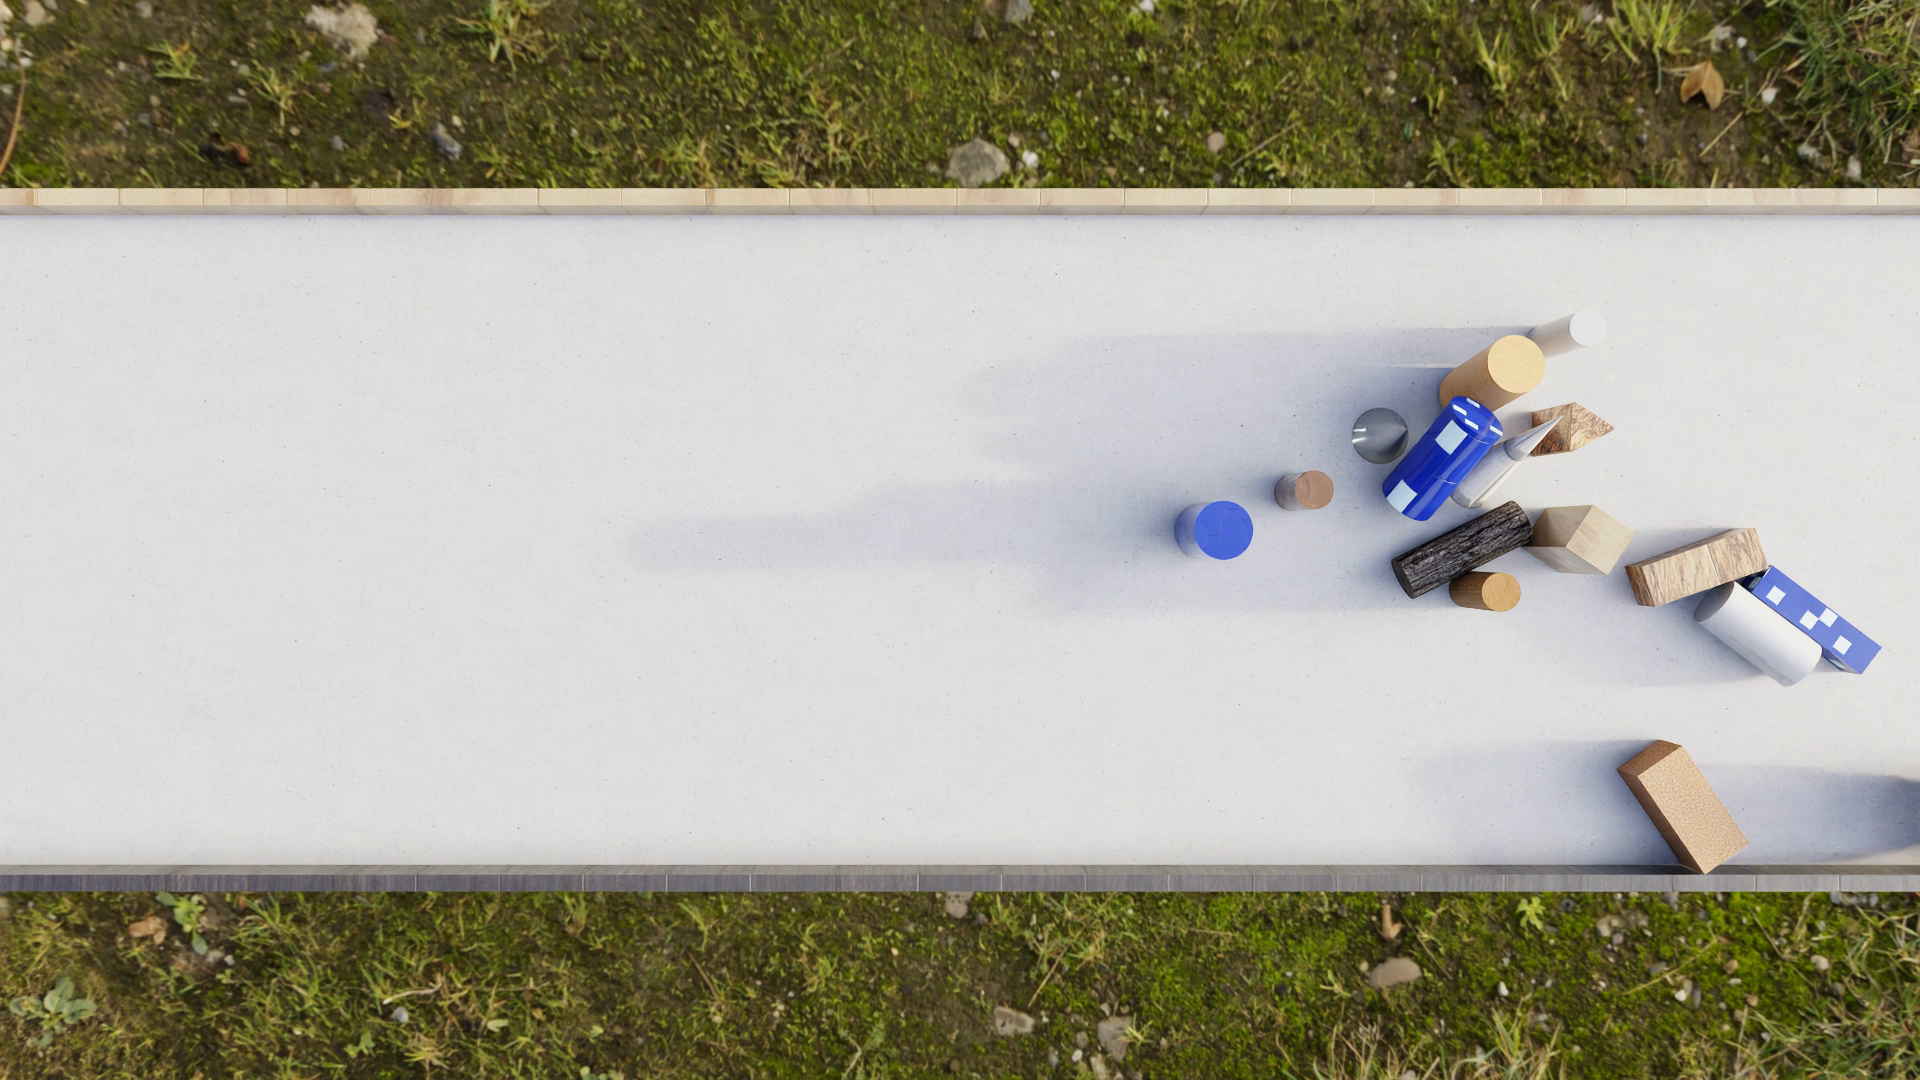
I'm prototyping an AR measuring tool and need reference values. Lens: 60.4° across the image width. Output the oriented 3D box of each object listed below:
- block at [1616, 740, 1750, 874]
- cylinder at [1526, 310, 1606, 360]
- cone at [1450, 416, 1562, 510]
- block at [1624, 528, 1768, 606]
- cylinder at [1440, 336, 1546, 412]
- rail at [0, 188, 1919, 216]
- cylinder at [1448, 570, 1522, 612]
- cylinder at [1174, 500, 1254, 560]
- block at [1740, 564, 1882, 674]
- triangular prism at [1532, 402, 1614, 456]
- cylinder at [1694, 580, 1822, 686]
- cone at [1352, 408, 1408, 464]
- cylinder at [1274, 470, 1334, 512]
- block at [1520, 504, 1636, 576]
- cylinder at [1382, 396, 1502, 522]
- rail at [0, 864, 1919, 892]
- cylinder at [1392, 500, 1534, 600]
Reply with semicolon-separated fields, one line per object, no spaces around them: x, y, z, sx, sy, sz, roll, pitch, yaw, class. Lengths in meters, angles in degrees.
2.186;0.805;4.996;0.162;0.162;0.355;-35;90;0;block
1.794;-0.607;4.894;0.106;0.366;0.106;0;90;0;cylinder
1.623;-0.259;4.846;0.157;0.450;0.157;10;61;-19;cone
2.237;0.082;5.013;0.361;0.127;0.127;-19;90;0;block
1.571;-0.474;4.885;0.171;0.358;0.171;1;81;-6;cylinder
-2.247;-1.025;5.002;12.000;0.150;0.050;0;90;0;rail
1.561;0.151;4.915;0.113;0.322;0.113;0;90;0;cylinder
0.744;-0.027;4.865;0.168;0.423;0.168;0;90;0;cylinder
2.583;0.241;5.025;0.414;0.104;0.104;37;90;0;block
1.794;-0.343;4.912;0.140;0.329;0.121;-28;90;0;triangular prism
2.414;0.281;4.995;0.326;0.164;0.164;37;90;0;cylinder
1.294;-0.320;4.920;0.174;0.313;0.174;0;90;0;cone
1.023;-0.145;4.917;0.113;0.319;0.113;0;90;0;cylinder
1.823;0.000;4.885;0.145;0.383;0.145;34;90;0;block
1.429;-0.240;4.898;0.176;0.176;0.352;31;129;0;cylinder
-2.247;1.025;5.001;12.000;0.150;0.050;0;90;0;rail
1.525;0.030;5.008;0.402;0.137;0.137;-26;90;0;cylinder
